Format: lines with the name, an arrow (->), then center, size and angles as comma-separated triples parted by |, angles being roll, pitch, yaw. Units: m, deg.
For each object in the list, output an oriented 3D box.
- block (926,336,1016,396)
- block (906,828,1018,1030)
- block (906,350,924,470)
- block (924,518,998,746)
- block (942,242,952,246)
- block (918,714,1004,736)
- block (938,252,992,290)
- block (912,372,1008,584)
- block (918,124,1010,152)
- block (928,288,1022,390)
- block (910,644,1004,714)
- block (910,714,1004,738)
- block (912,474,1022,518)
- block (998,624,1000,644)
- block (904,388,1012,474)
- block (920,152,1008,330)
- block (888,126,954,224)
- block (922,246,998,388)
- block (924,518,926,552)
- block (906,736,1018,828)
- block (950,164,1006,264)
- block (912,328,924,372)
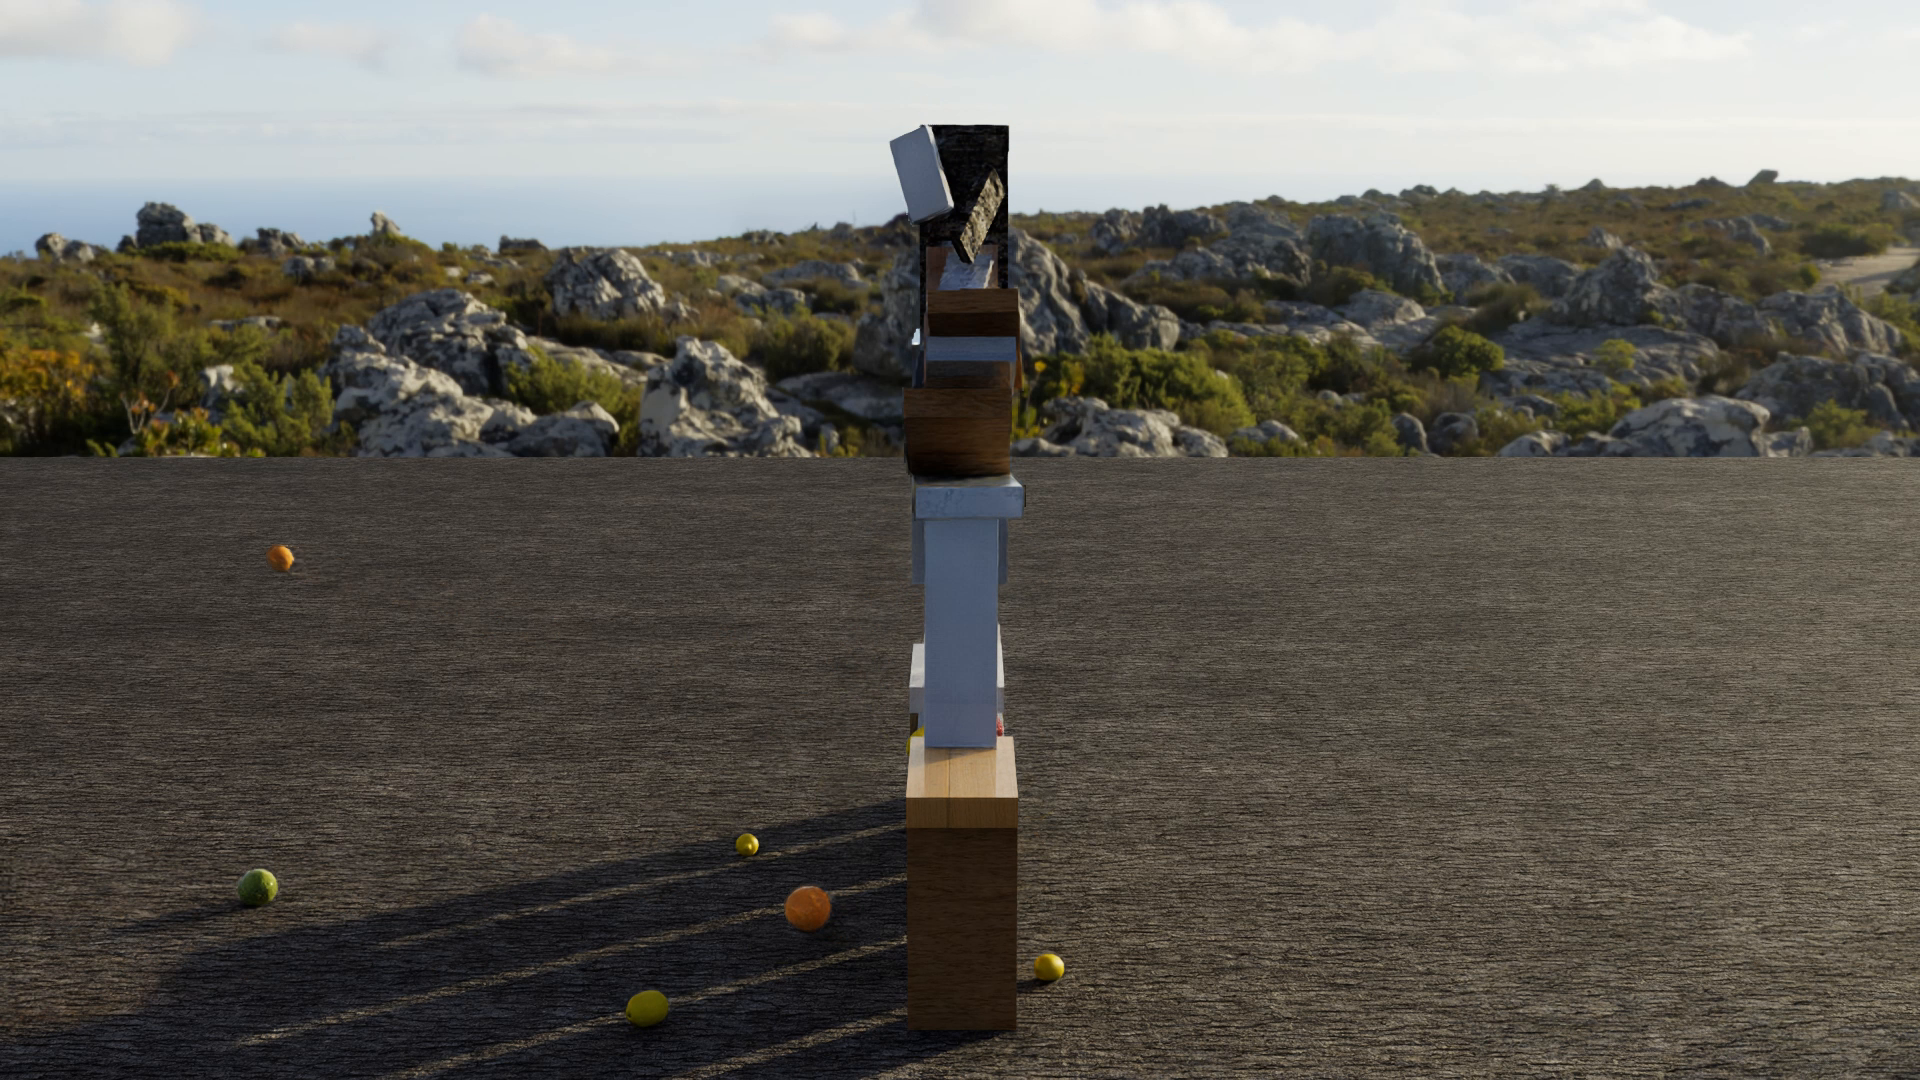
block -> 0.012, -0.202, 2.864 | 0.113, 0.032, 0.226 | 0, -20, -1
block -> 0.003, 0.538, 3.105 | 0.154, 0.308, 0.044 | 0, 11, 0
block -> 0.000, -0.192, 3.220 | 0.136, 0.039, 0.272 | 0, 35, 4
block -> 0.002, 0.134, 3.260 | 0.107, 0.343, 0.030 | 0, 3, 2
block -> 0.002, -0.422, 3.508 | 0.065, 0.018, 0.130 | 1, 54, 2
block -> 0.001, 0.328, 3.472 | 0.137, 0.039, 0.274 | 0, 11, 0
block -> 0.007, -0.397, 3.382 | 0.069, 0.020, 0.138 | 4, 39, 8
block -> 0.000, -0.099, 3.440 | 0.149, 0.337, 0.042 | 0, 12, 0
block -> 0.008, -0.666, 3.646 | 0.144, 0.041, 0.288 | 0, 10, 1
block -> 0.021, -0.255, 2.821 | 0.113, 0.032, 0.226 | -1, -21, 2
block -> -0.005, 0.234, 3.758 | 0.156, 0.044, 0.311 | 0, 11, 0
block -> -0.005, 0.428, 3.688 | 0.156, 0.311, 0.044 | 0, 11, 0
block -> 0.004, -0.070, 3.025 | 0.136, 0.039, 0.476 | 0, 5, -2
block -> 0.004, 0.207, 4.061 | 0.142, 0.040, 0.284 | 0, 11, 0
block -> -0.001, -0.141, 2.913 | 0.136, 0.039, 0.272 | 0, -14, 1
block -> 0.006, -0.488, 3.587 | 0.144, 0.288, 0.041 | 0, 12, 0
block -> -0.060, -0.573, 3.451 | 0.069, 0.138, 0.020 | -20, -10, 24
block -> 0.004, -0.335, 3.347 | 0.113, 0.032, 0.387 | -1, 38, 1
block -> 0.000, 0.043, 3.397 | 0.107, 0.214, 0.030 | 0, -5, -2
block -> 0.003, 0.347, 3.174 | 0.154, 0.044, 0.308 | 0, 11, 0
block -> 0.027, -0.502, 3.388 | 0.020, 0.138, 0.069 | 14, -23, 25
block -> 0.001, -0.303, 3.500 | 0.149, 0.042, 0.298 | 0, 10, 0
